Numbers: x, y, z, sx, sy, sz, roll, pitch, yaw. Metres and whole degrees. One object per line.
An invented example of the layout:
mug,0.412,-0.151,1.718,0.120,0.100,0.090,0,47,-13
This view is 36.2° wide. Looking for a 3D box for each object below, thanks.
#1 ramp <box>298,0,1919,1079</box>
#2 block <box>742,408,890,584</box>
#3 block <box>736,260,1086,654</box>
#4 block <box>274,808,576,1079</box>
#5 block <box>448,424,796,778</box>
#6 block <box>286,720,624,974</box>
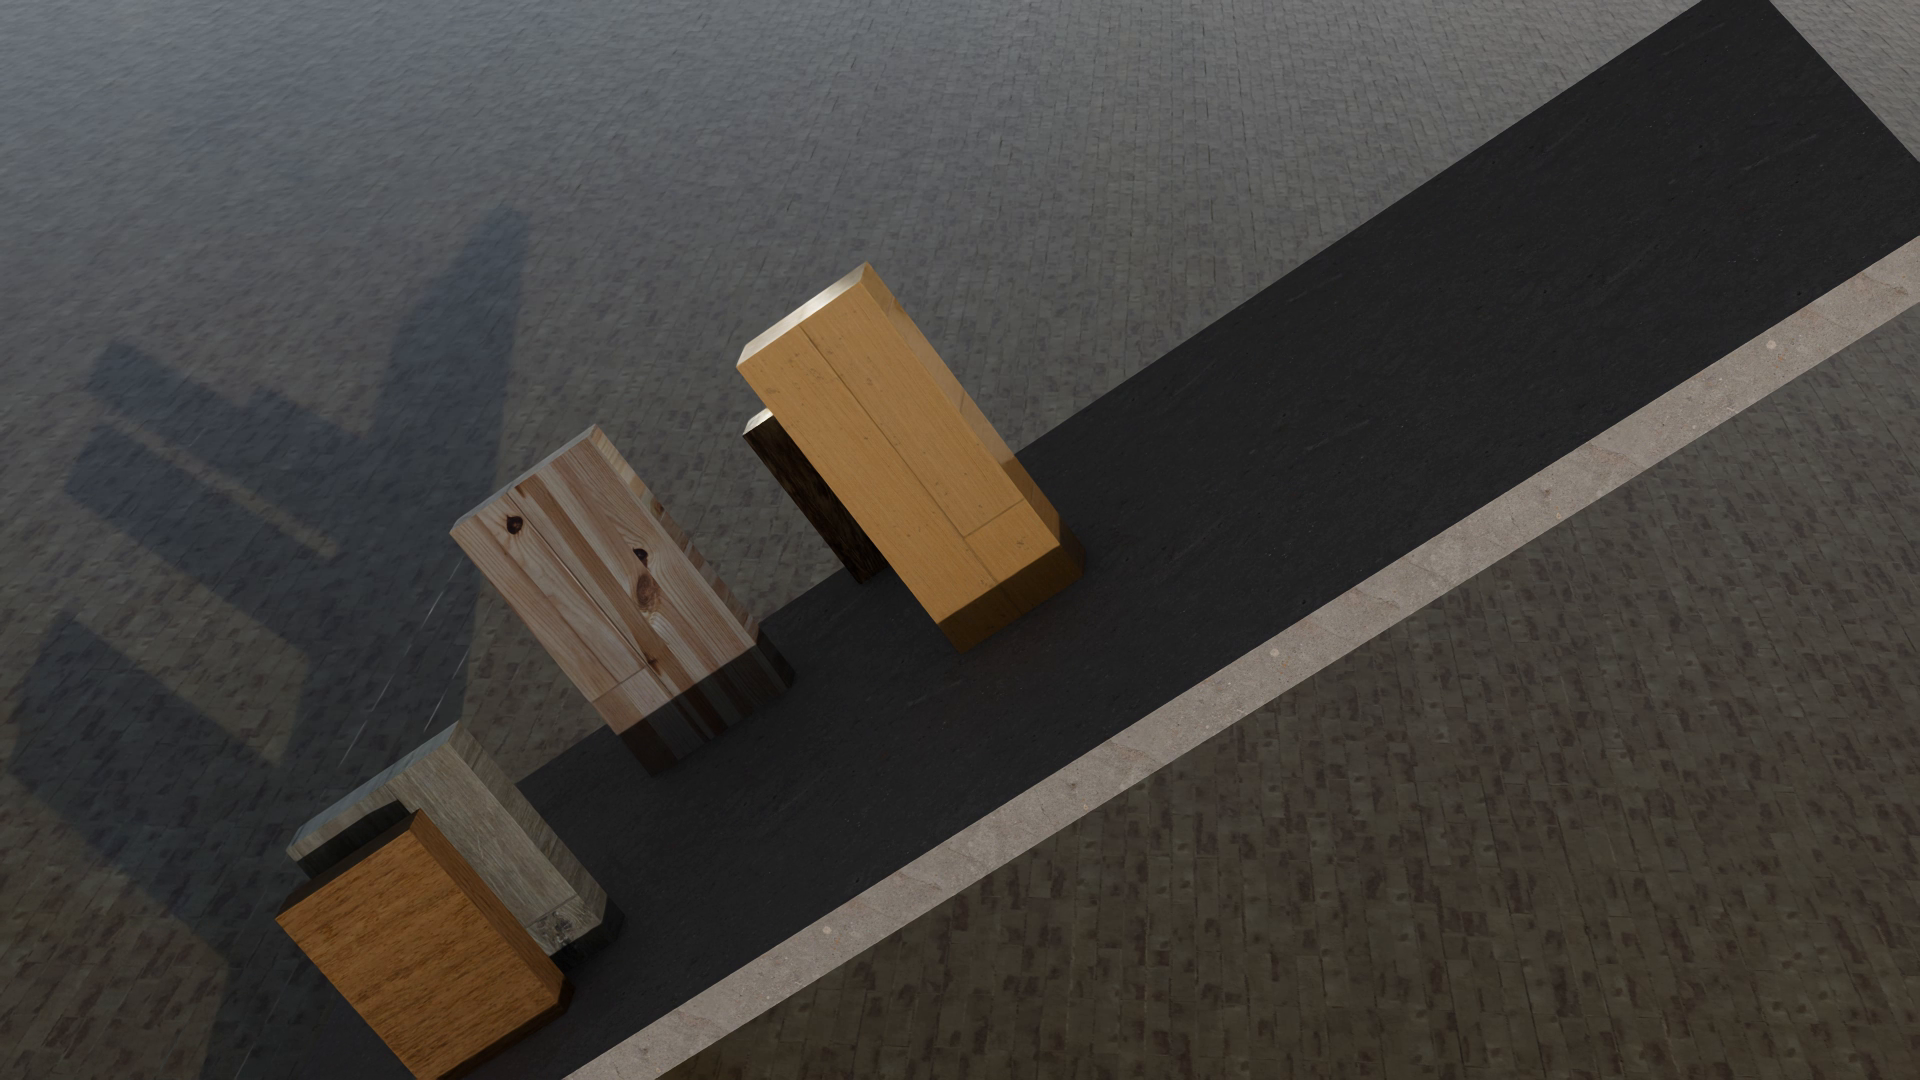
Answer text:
ramp,0.133,0.176,6.313,4.000,0.100,2.000,-33,16,16
block,-0.279,-0.156,7.110,0.247,0.469,0.113,-33,16,16
block,-0.095,-0.167,6.145,0.319,0.781,0.145,-33,16,16
block,-1.082,0.840,5.968,0.357,0.500,0.096,-33,16,16
block,-0.777,0.147,6.809,0.415,0.754,0.084,-33,16,16
block,-1.051,0.718,6.149,0.443,0.554,0.104,-33,16,16
